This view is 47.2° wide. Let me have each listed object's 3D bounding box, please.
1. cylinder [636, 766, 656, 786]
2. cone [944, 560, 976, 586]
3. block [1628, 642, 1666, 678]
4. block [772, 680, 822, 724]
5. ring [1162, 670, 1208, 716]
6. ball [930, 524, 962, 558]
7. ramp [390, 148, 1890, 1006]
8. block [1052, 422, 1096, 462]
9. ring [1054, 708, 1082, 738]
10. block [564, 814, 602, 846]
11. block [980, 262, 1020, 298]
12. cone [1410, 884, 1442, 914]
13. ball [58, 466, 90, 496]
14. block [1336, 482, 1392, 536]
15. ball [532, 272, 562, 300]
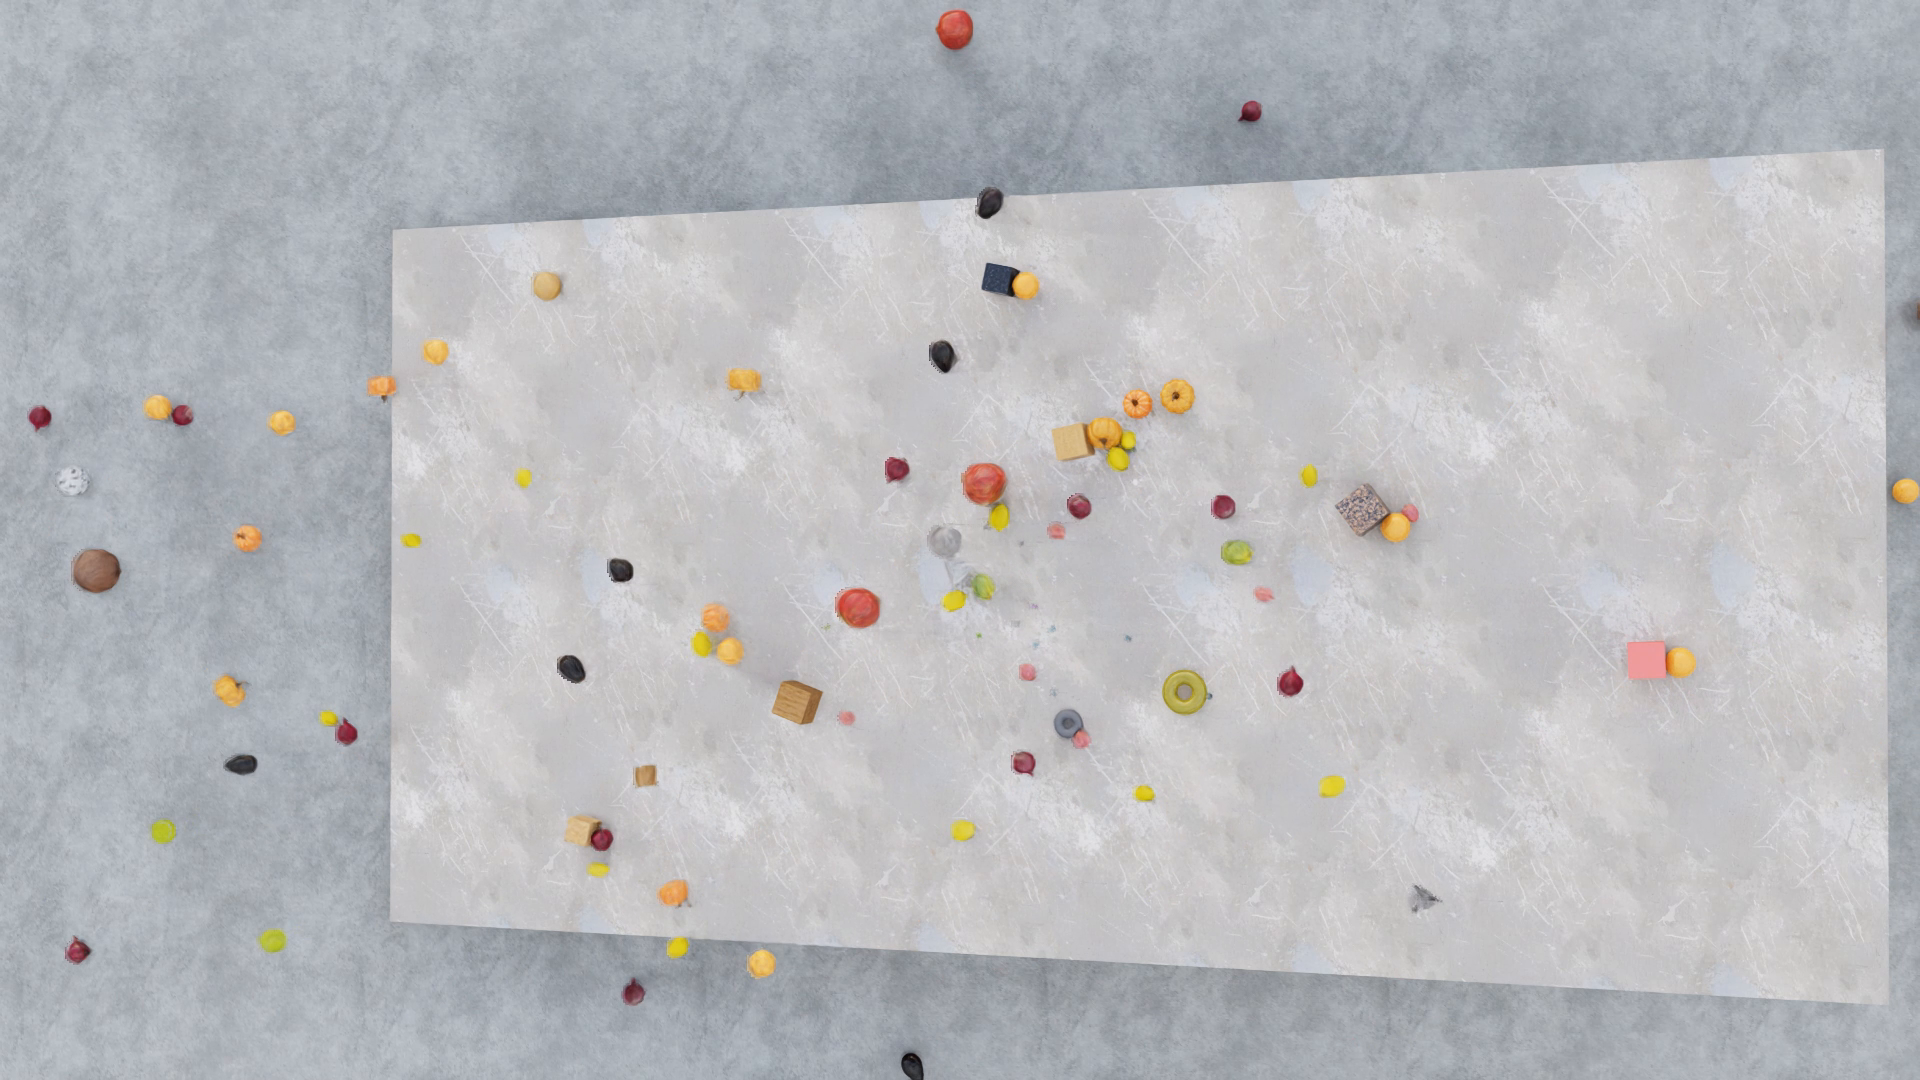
[{"bbox_3d":[-0.867,0.651,6.068,0.054,0.054,0.054,-4,84,0],"label":"cylinder"},{"bbox_3d":[0.009,0.077,5.810,0.078,0.078,0.078,-18,89,-10],"label":"cone"},{"bbox_3d":[1.642,0.286,5.256,0.085,0.085,0.085,-3,88,18],"label":"block"},{"bbox_3d":[-0.438,0.437,5.920,0.090,0.090,0.090,20,95,17],"label":"block"},{"bbox_3d":[0.574,0.389,5.622,0.117,0.039,0.117,-1,88,19],"label":"ring"},{"bbox_3d":[-0.037,0.003,5.799,0.086,0.086,0.086,0,89,0],"label":"ball"},{"bbox_3d":[0.275,0.093,5.795,4.000,0.100,2.000,0,89,18],"label":"ramp"},{"bbox_3d":[0.294,-0.253,5.698,0.082,0.082,0.082,-12,85,17],"label":"block"},{"bbox_3d":[0.282,0.478,5.722,0.077,0.026,0.077,0,90,17],"label":"ring"},{"bbox_3d":[-1.051,0.809,6.123,0.067,0.067,0.067,13,93,18],"label":"block"},{"bbox_3d":[0.106,-0.682,5.770,0.072,0.072,0.072,13,93,18],"label":"block"},{"bbox_3d":[1.157,0.889,5.431,0.072,0.072,0.072,6,89,-9],"label":"cone"},{"bbox_3d":[-2.586,-0.172,6.414,0.088,0.088,0.088,0,89,0],"label":"ball"},{"bbox_3d":[1.003,-0.075,5.462,0.094,0.094,0.094,-38,78,14],"label":"block"},{"bbox_3d":[-1.159,-0.712,6.172,0.081,0.081,0.081,0,89,0],"label":"ball"}]
